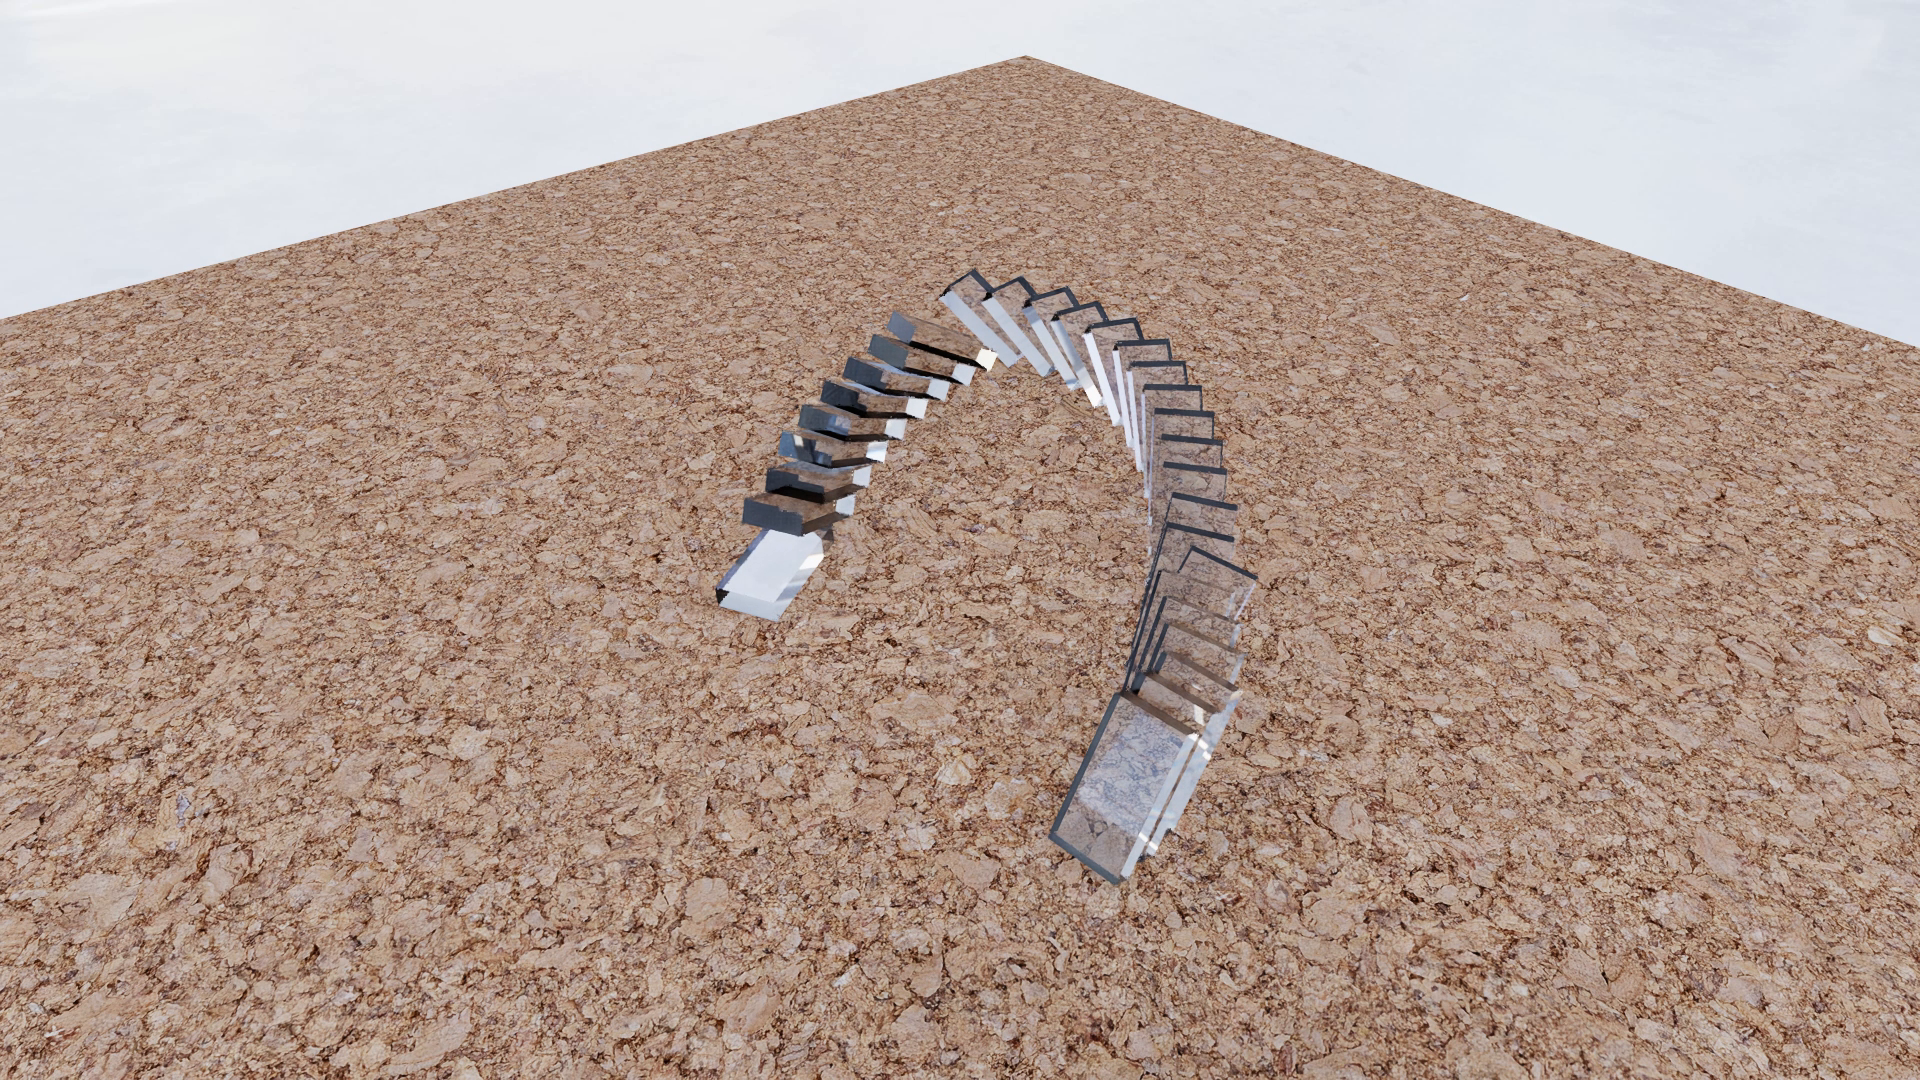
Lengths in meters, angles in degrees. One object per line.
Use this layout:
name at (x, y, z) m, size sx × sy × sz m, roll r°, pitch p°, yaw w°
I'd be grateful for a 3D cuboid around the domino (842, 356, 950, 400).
domino at (-0.029, -0.076, 0.517) m, size 0.025 × 0.009 × 0.050 m, roll 26°, pitch 16°, yaw 28°

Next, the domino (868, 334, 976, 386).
domino at (-0.018, -0.086, 0.529) m, size 0.025 × 0.009 × 0.050 m, roll 32°, pitch 18°, yaw 34°

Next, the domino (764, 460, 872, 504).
domino at (-0.058, -0.026, 0.458) m, size 0.025 × 0.009 × 0.050 m, roll 13°, pitch 14°, yaw 14°

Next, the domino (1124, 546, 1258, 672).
domino at (0.081, 0.030, 0.385) m, size 0.025 × 0.009 × 0.050 m, roll 27°, pitch 78°, yaw 20°

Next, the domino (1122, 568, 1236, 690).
domino at (0.072, 0.037, 0.369) m, size 0.025 × 0.050 × 0.010 m, roll 18°, pitch 8°, yaw 21°

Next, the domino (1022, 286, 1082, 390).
domino at (0.054, -0.101, 0.547) m, size 0.025 × 0.010 × 0.050 m, roll -22°, pitch 75°, yaw -25°

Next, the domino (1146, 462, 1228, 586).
domino at (0.089, -0.005, 0.431) m, size 0.025 × 0.009 × 0.050 m, roll 8°, pitch 70°, yaw 10°

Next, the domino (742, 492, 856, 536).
domino at (-0.064, -0.013, 0.442) m, size 0.025 × 0.010 × 0.050 m, roll 13°, pitch 14°, yaw 16°

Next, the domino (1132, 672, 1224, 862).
domino at (0.056, 0.068, 0.332) m, size 0.025 × 0.050 × 0.009 m, roll 29°, pitch 12°, yaw 31°

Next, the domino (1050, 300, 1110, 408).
domino at (0.066, -0.091, 0.535) m, size 0.025 × 0.010 × 0.050 m, roll -19°, pitch 74°, yaw -22°

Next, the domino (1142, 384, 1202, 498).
domino at (0.092, -0.043, 0.477) m, size 0.025 × 0.009 × 0.050 m, roll 1°, pitch 70°, yaw 2°

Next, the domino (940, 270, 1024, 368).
domino at (0.016, -0.114, 0.562) m, size 0.050 × 0.010 × 0.025 m, roll 45°, pitch 49°, yaw 2°

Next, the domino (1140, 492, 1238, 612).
domino at (0.087, 0.008, 0.415) m, size 0.025 × 0.010 × 0.050 m, roll 13°, pitch 71°, yaw 16°

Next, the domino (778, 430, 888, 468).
domino at (-0.054, -0.040, 0.474) m, size 0.025 × 0.009 × 0.050 m, roll 17°, pitch 13°, yaw 19°

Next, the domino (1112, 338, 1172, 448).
domino at (0.087, -0.068, 0.507) m, size 0.025 × 0.010 × 0.050 m, roll -3°, pitch 70°, yaw -5°

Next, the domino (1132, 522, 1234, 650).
domino at (0.081, 0.020, 0.400) m, size 0.025 × 0.009 × 0.050 m, roll 14°, pitch 71°, yaw 16°

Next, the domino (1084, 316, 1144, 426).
domino at (0.079, -0.080, 0.522) m, size 0.025 × 0.009 × 0.050 m, roll -11°, pitch 72°, yaw -14°

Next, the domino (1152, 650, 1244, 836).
domino at (0.064, 0.062, 0.338) m, size 0.025 × 0.050 × 0.009 m, roll 30°, pitch 13°, yaw 31°

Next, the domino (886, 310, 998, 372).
domino at (-0.009, -0.098, 0.543) m, size 0.050 × 0.009 × 0.025 m, roll 11°, pitch 23°, yaw -37°

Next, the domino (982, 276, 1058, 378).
domino at (0.037, -0.108, 0.556) m, size 0.025 × 0.009 × 0.050 m, roll -33°, pitch 81°, yaw -34°

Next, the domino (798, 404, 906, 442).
domino at (-0.047, -0.052, 0.489) m, size 0.025 × 0.010 × 0.050 m, roll 19°, pitch 14°, yaw 22°

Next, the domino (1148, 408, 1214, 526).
domino at (0.093, -0.030, 0.462) m, size 0.025 × 0.009 × 0.050 m, roll 4°, pitch 70°, yaw 5°

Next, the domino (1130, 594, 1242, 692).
domino at (0.071, 0.046, 0.358) m, size 0.025 × 0.050 × 0.010 m, roll 22°, pitch 9°, yaw 25°

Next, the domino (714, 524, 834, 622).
domino at (-0.072, 0.009, 0.432) m, size 0.025 × 0.010 × 0.050 m, roll 13°, pitch 41°, yaw 16°

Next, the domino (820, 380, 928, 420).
domino at (-0.039, -0.064, 0.503) m, size 0.025 × 0.009 × 0.050 m, roll 22°, pitch 15°, yaw 25°

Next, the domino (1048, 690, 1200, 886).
domino at (0.048, 0.073, 0.325) m, size 0.025 × 0.050 × 0.009 m, roll 29°, pitch 12°, yaw 31°

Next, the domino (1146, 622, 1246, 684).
domino at (0.069, 0.054, 0.348) m, size 0.025 × 0.050 × 0.009 m, roll 24°, pitch 10°, yaw 26°

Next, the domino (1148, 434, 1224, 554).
domino at (0.092, -0.017, 0.446) m, size 0.025 × 0.010 × 0.050 m, roll 7°, pitch 70°, yaw 8°

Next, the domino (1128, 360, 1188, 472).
domino at (0.090, -0.056, 0.492) m, size 0.025 × 0.010 × 0.050 m, roll -1°, pitch 70°, yaw -2°
